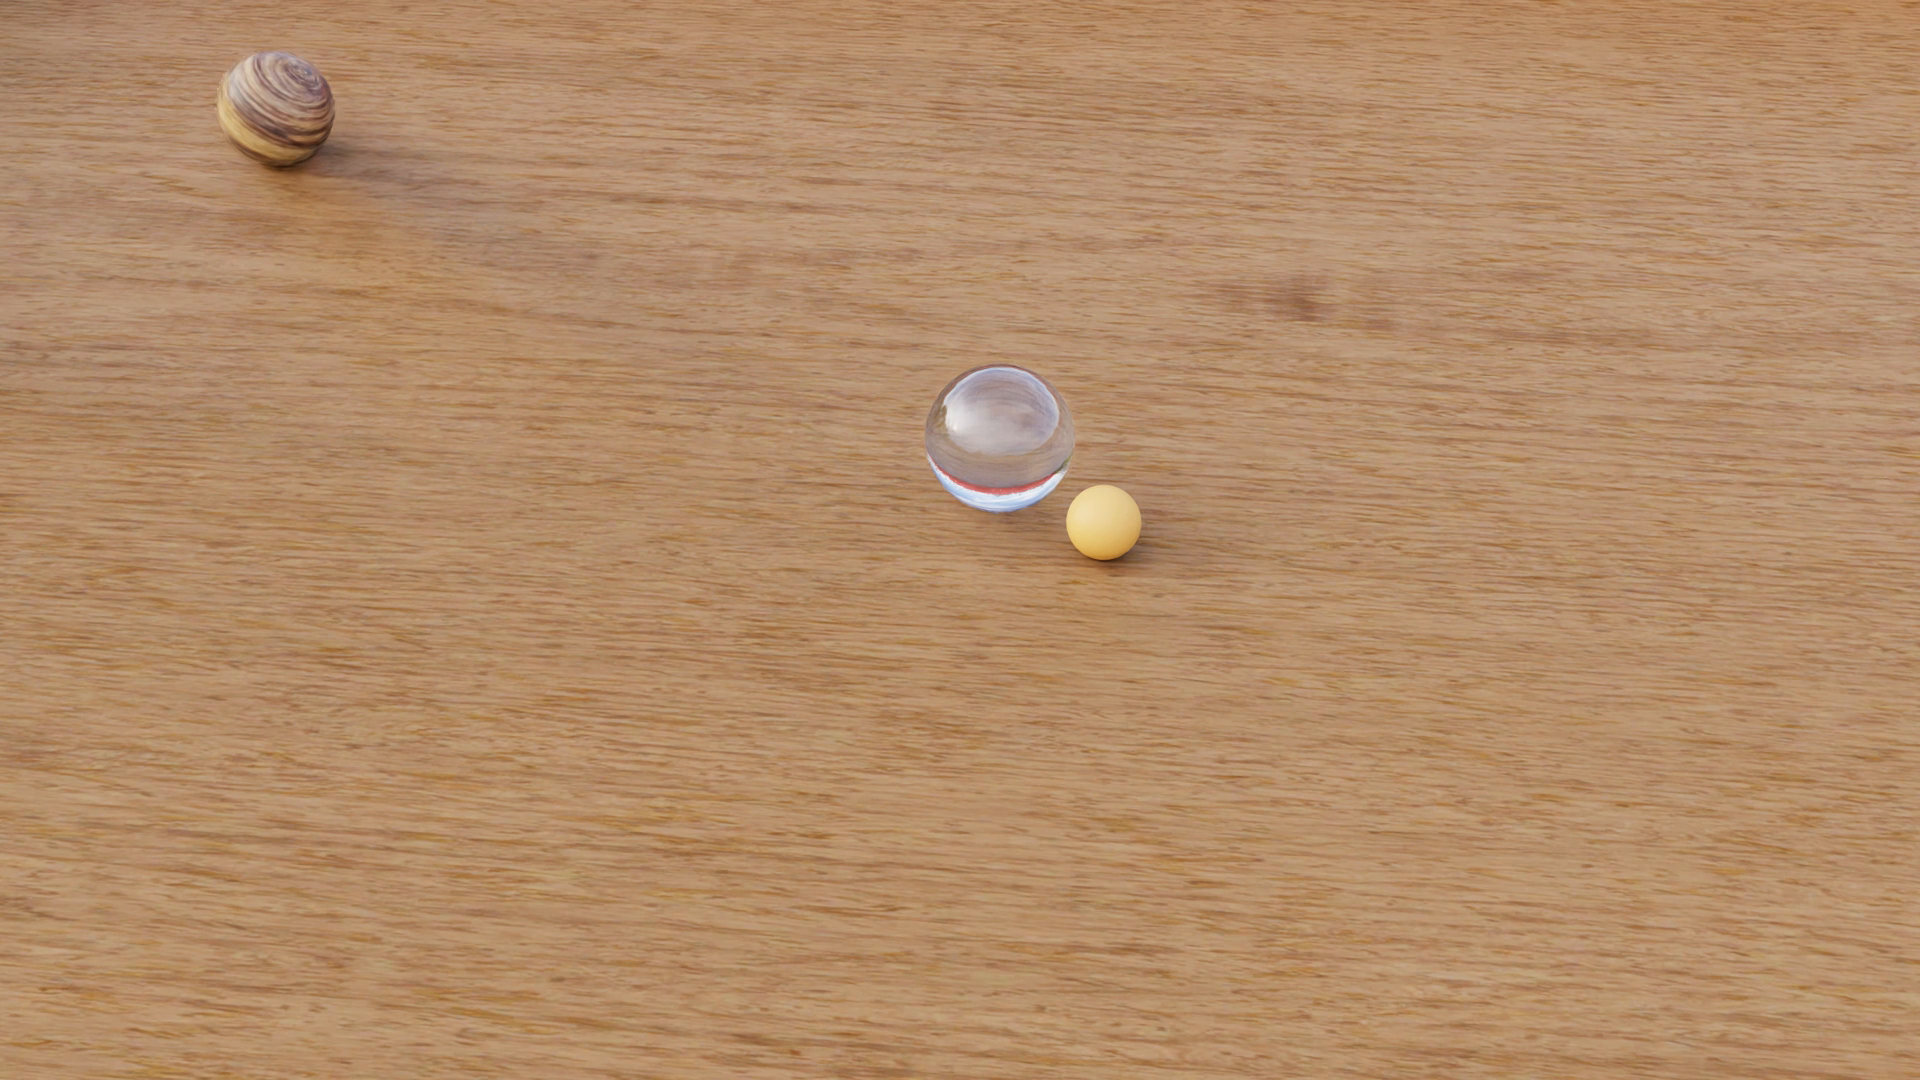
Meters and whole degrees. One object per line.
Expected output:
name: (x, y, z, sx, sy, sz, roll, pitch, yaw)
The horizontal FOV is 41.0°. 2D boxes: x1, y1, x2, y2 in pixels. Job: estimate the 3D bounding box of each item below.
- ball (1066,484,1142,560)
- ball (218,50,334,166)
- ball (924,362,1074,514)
ball: (0.092, -0.011, 1.642, 0.048, 0.048, 0.048, 0, 36, 0)
ball: (-0.550, -0.348, 2.066, 0.091, 0.091, 0.091, 0, 36, 0)
ball: (0.026, -0.067, 1.675, 0.098, 0.098, 0.098, 0, 36, 0)
